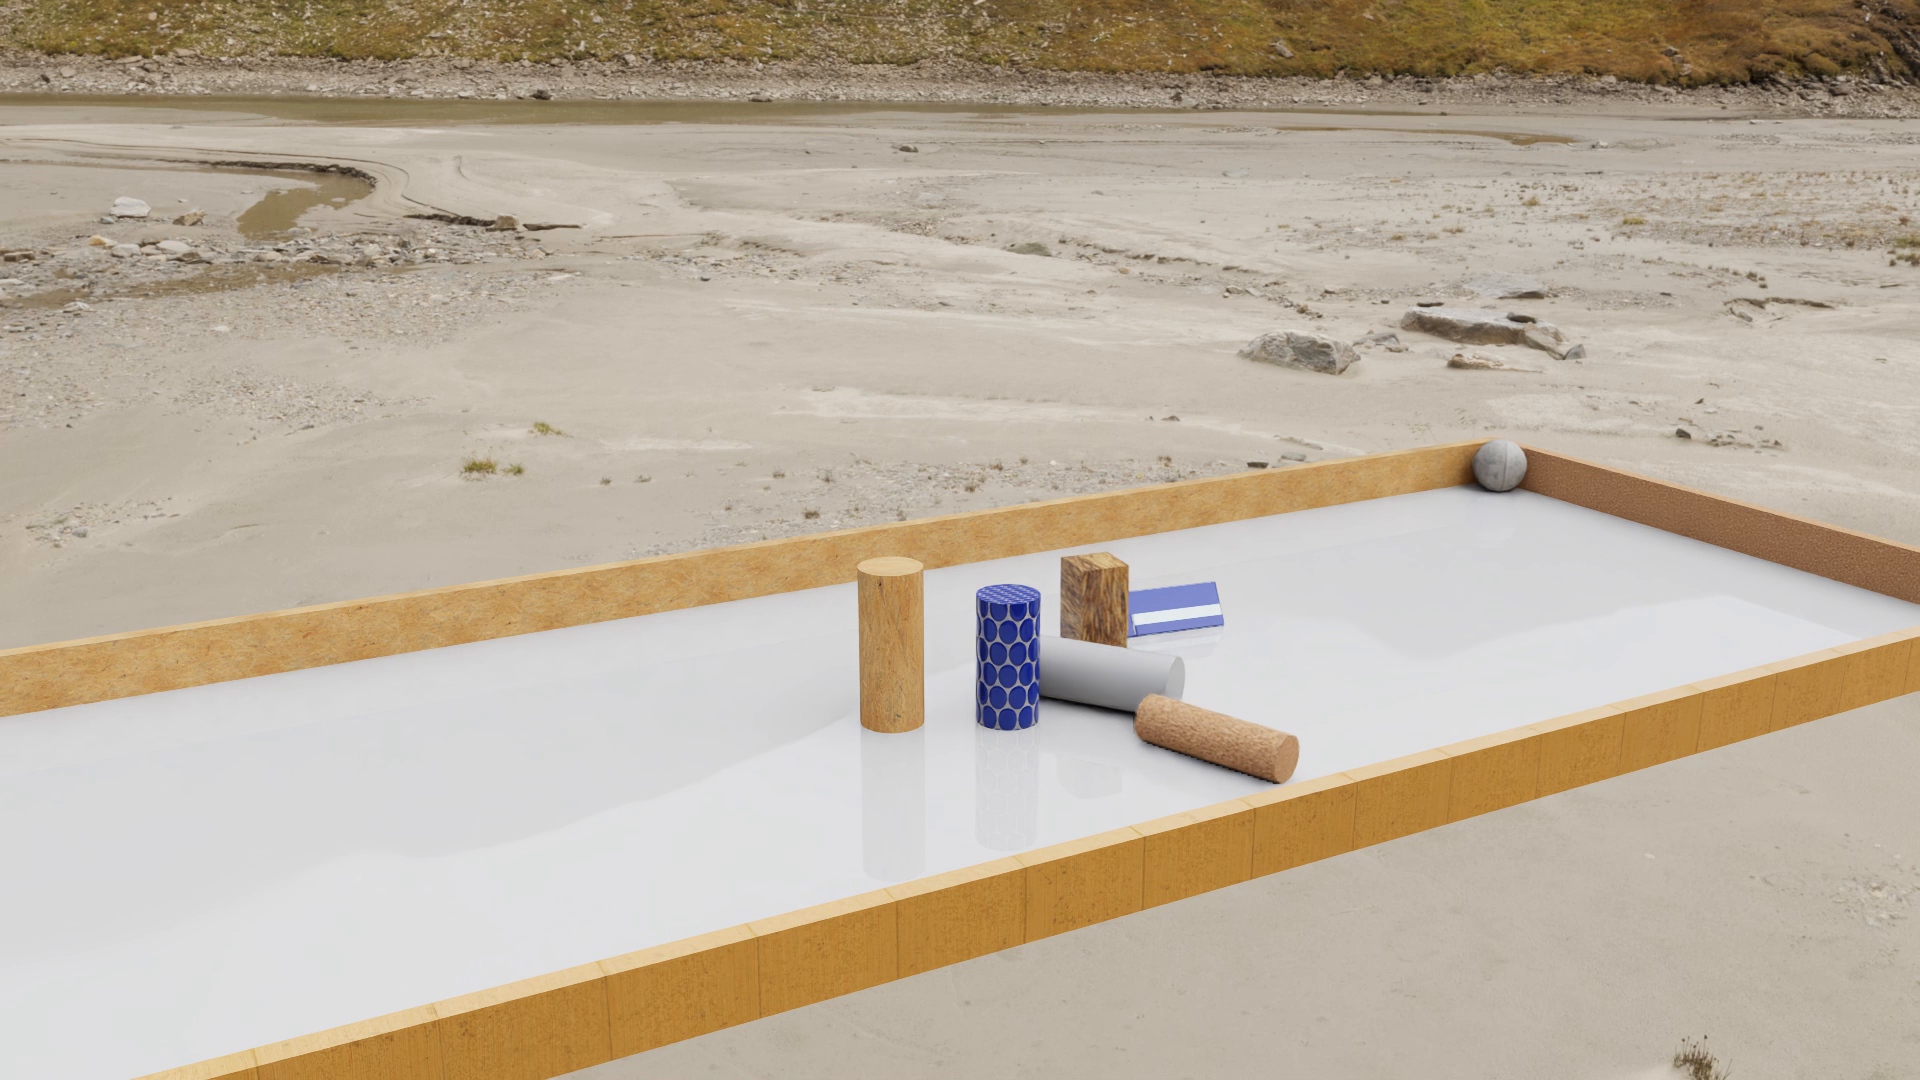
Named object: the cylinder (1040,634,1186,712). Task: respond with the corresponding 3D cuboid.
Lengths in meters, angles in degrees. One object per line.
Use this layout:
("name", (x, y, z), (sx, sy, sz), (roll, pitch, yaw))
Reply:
("cylinder", (0.328, 0.324, 3.988), (0.403, 0.149, 0.149), (8, 18, 25))

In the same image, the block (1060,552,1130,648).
("block", (0.336, 0.199, 4.138), (0.127, 0.304, 0.127), (-6, 18, -19))

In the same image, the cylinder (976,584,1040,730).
("cylinder", (0.112, 0.274, 3.872), (0.151, 0.310, 0.151), (0, 16, 0))

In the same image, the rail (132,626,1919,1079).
("rail", (-2.336, 1.006, 1.665), (12.000, 0.150, 0.050), (-9, 18, -27))

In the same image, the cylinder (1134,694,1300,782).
("cylinder", (0.570, 0.438, 3.674), (0.364, 0.107, 0.107), (14, 21, 39))

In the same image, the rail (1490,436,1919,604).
("rail", (2.466, -0.048, 5.253), (0.050, 0.150, 2.100), (-9, 18, -27))

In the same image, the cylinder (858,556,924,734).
("cylinder", (-0.160, 0.244, 3.847), (0.152, 0.383, 0.152), (0, 16, 0))

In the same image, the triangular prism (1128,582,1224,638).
("triangular prism", (0.526, 0.185, 4.525), (0.388, 0.107, 0.124), (-6, 17, -19))

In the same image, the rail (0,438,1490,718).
("rail", (-3.305, 0.497, 3.399), (12.000, 0.150, 0.050), (-9, 18, -27))

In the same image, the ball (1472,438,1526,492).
("ball", (1.942, -0.270, 5.940), (0.188, 0.188, 0.188), (0, 16, 0))
